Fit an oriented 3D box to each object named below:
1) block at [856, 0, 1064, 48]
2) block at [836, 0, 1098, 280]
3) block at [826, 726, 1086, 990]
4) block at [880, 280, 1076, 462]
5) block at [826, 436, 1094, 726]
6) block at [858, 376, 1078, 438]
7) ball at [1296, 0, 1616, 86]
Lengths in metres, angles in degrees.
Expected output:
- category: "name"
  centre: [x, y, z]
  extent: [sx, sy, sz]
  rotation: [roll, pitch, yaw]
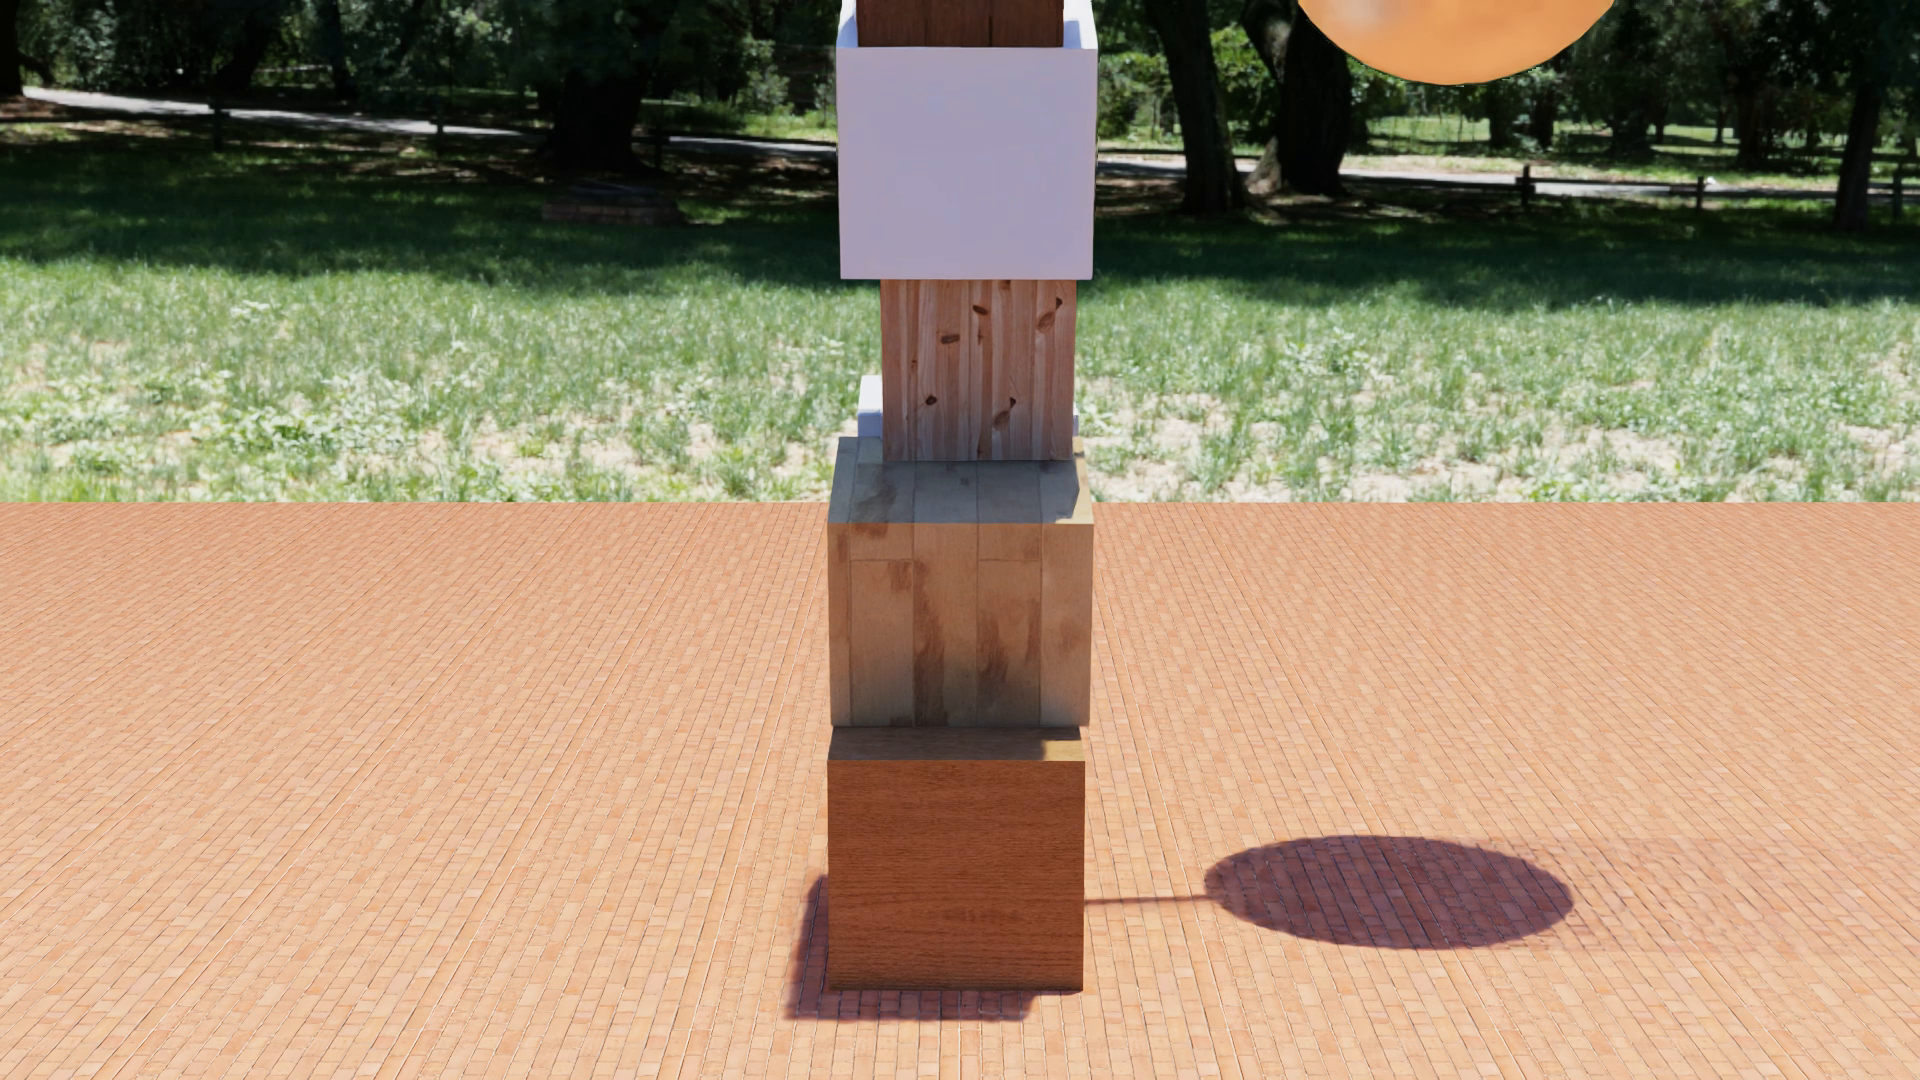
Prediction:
- category: "block"
  centre: [0.001, -2.417, 10.055]
  extent: [0.787, 0.722, 0.917]
  rotation: [0, 27, 0]
- category: "block"
  centre: [0.026, -1.665, 10.416]
  extent: [1.004, 0.947, 0.889]
  rotation: [0, 27, 0]
- category: "block"
  centre: [-0.014, 1.205, 10.366]
  extent: [0.986, 0.920, 1.010]
  rotation: [0, 10, 0]
- category: "block"
  centre: [0.070, -0.877, 10.823]
  extent: [0.789, 0.828, 0.786]
  rotation: [0, 27, -1]
- category: "block"
  centre: [0.002, 0.153, 10.634]
  extent: [1.040, 0.869, 1.061]
  rotation: [0, 21, 0]
- category: "block"
  centre: [0.028, -0.152, 11.654]
  extent: [0.956, 1.036, 0.943]
  rotation: [0, 14, -1]
- category: "ball"
  centre: [2.074, -2.708, 10.688]
  extent: [1.600, 1.600, 1.600]
  rotation: [0, 10, 0]
